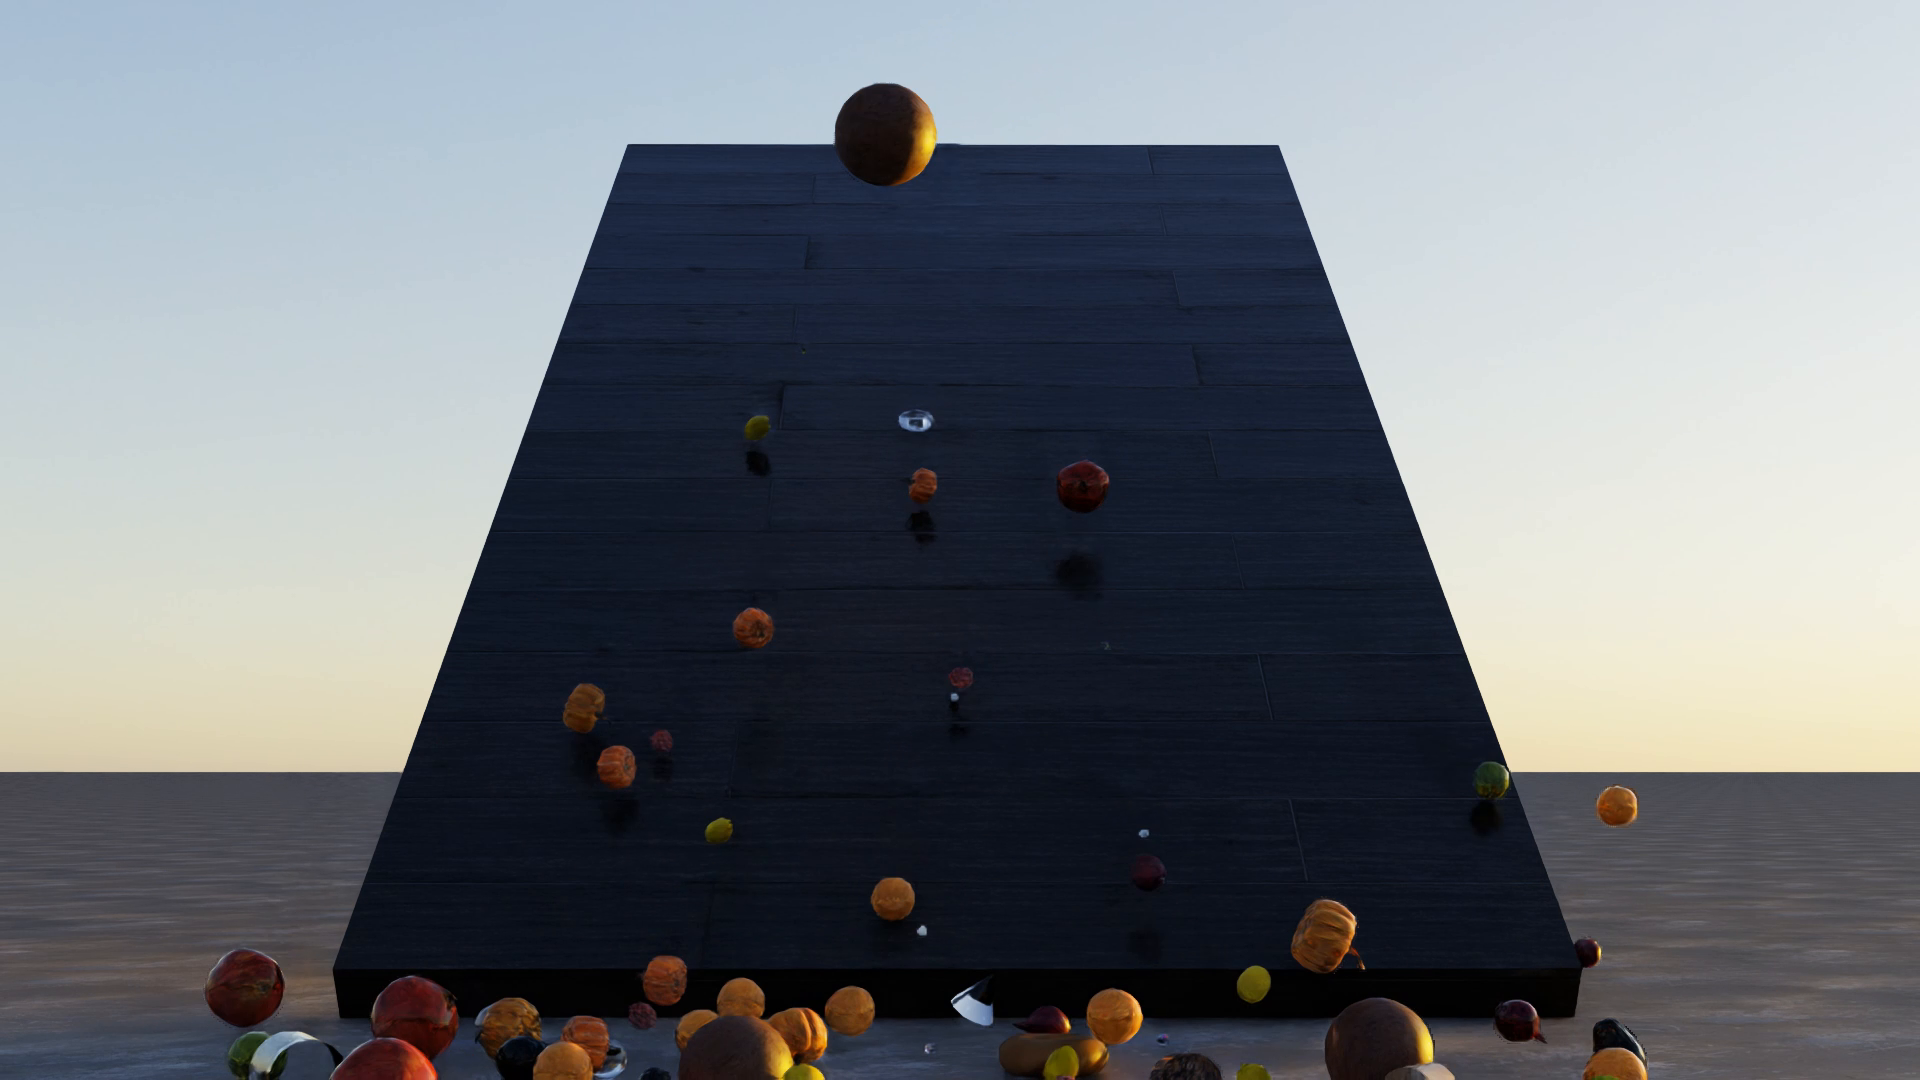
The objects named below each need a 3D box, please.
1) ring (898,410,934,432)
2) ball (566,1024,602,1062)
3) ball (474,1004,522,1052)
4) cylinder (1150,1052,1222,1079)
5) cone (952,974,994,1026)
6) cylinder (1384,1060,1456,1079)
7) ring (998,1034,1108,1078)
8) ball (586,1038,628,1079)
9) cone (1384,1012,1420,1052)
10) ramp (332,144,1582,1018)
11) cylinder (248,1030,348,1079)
[{"bbox_3d":[-0.102,-0.279,5.585,0.083,0.028,0.083,1,28,-1],"label":"ring"},{"bbox_3d":[-0.517,0.694,3.298,0.051,0.051,0.051,0,-5,0],"label":"ball"},{"bbox_3d":[-0.662,0.698,3.428,0.067,0.067,0.067,0,-5,0],"label":"ball"},{"bbox_3d":[0.254,0.615,2.694,0.073,0.073,0.073,0,-12,-4],"label":"cylinder"},{"bbox_3d":[0.036,0.689,3.650,0.072,0.072,0.072,26,15,-8],"label":"cone"},{"bbox_3d":[0.521,0.628,2.708,0.068,0.068,0.068,-4,-4,37],"label":"cylinder"},{"bbox_3d":[0.124,0.684,3.176,0.146,0.049,0.146,1,-6,0],"label":"ring"},{"bbox_3d":[-0.460,0.676,3.119,0.053,0.053,0.053,0,-5,0],"label":"ball"},{"bbox_3d":[0.634,0.706,3.436,0.054,0.054,0.054,0,-5,0],"label":"cone"},{"bbox_3d":[-0.012,-0.221,5.611,2.000,0.100,4.000,0,28,0],"label":"ramp"},{"bbox_3d":[-0.766,0.620,2.771,0.092,0.092,0.092,3,-3,-30],"label":"cylinder"}]
